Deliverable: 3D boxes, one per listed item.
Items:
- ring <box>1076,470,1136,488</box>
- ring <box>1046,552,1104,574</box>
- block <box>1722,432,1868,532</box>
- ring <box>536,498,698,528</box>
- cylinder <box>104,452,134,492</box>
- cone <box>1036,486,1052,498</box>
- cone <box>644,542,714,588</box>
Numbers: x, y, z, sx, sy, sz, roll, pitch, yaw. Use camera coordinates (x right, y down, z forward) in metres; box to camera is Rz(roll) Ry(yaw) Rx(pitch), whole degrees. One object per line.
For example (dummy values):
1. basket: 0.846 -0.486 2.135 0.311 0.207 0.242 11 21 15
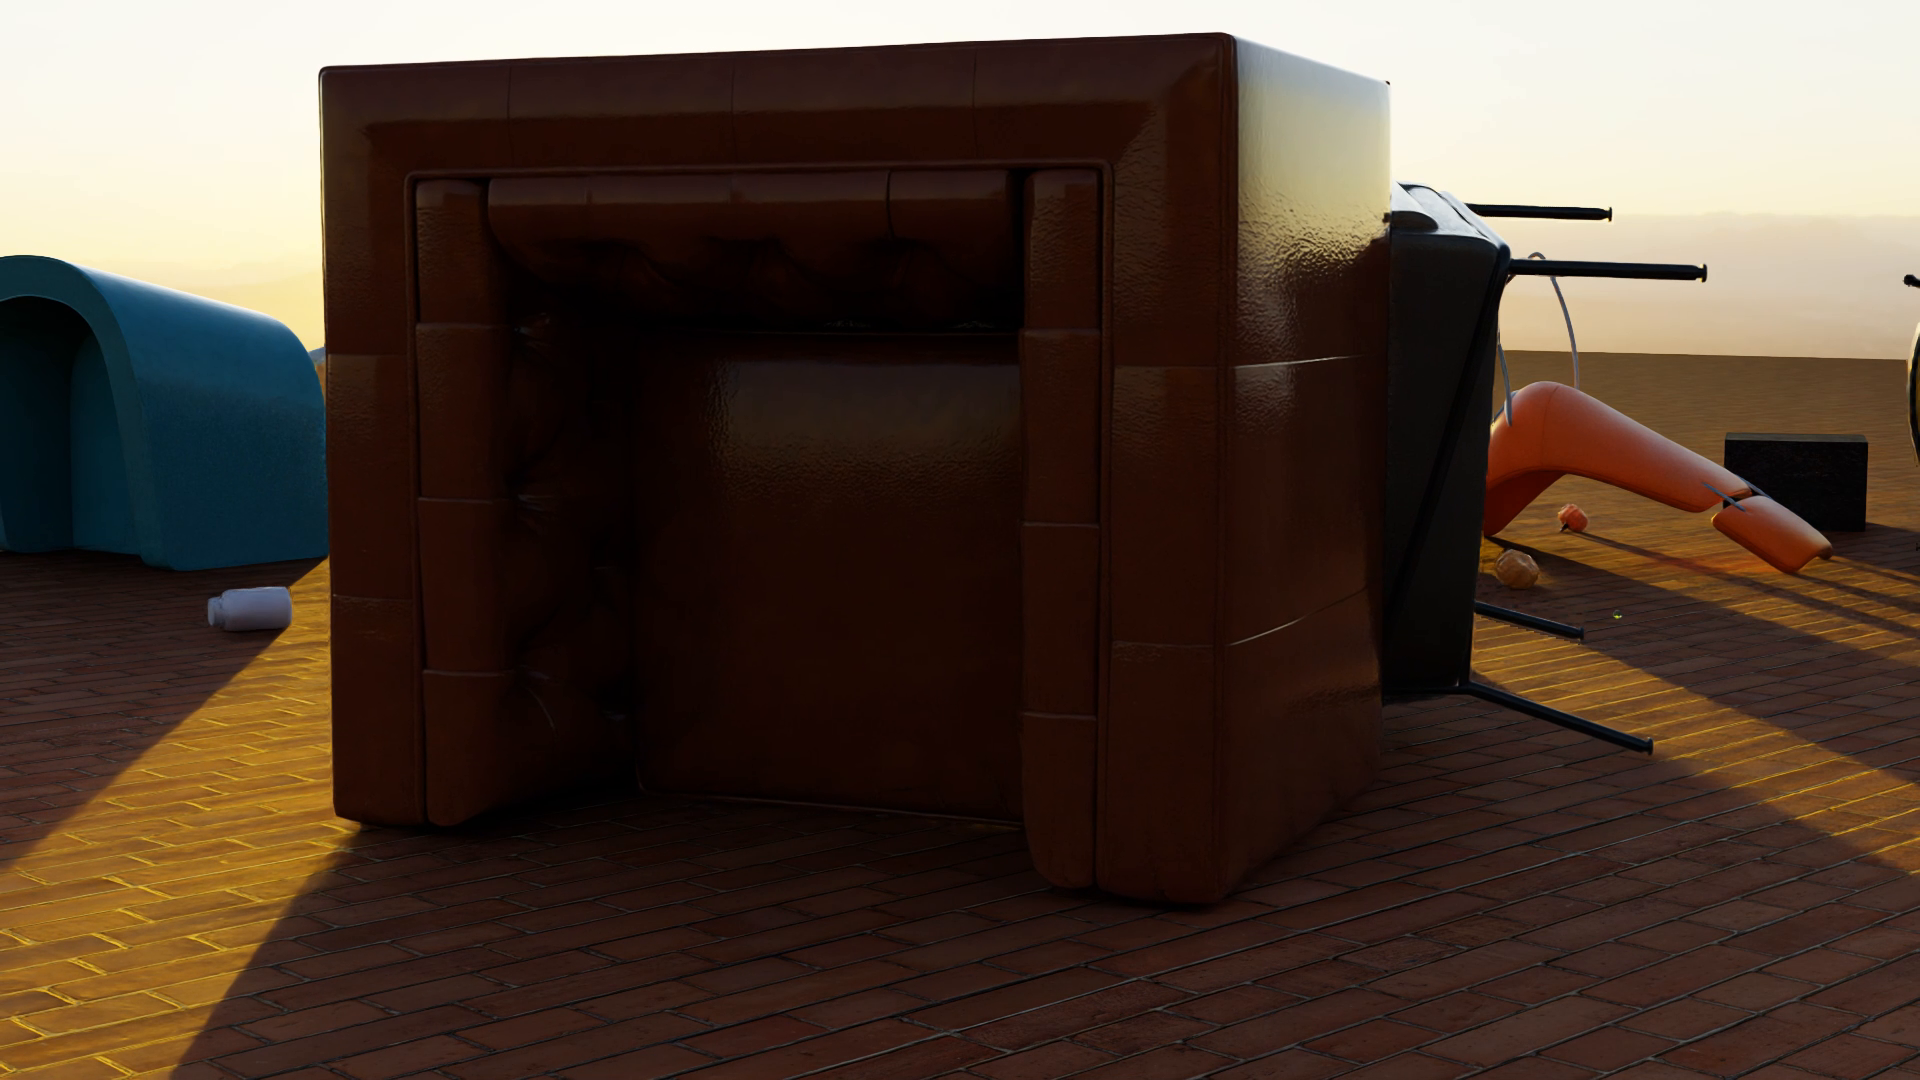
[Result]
1. ring: 0.458 -0.190 8.025 0.196 0.049 0.112 -1 7 -12
2. ring: 0.257 0.051 5.728 0.128 0.039 0.148 -1 7 0
3. block: 2.213 -0.157 6.809 0.353 0.231 0.334 2 6 17
4. ring: -0.909 -0.072 6.799 0.470 0.065 0.223 3 7 20
5. cylinder: -2.574 -0.211 7.849 0.062 0.116 0.061 -21 -12 -6
6. cone: 0.262 -0.132 7.619 0.049 0.034 0.049 -11 30 -33
7. cone: -0.603 0.049 5.498 0.143 0.090 0.179 -5 7 -38
